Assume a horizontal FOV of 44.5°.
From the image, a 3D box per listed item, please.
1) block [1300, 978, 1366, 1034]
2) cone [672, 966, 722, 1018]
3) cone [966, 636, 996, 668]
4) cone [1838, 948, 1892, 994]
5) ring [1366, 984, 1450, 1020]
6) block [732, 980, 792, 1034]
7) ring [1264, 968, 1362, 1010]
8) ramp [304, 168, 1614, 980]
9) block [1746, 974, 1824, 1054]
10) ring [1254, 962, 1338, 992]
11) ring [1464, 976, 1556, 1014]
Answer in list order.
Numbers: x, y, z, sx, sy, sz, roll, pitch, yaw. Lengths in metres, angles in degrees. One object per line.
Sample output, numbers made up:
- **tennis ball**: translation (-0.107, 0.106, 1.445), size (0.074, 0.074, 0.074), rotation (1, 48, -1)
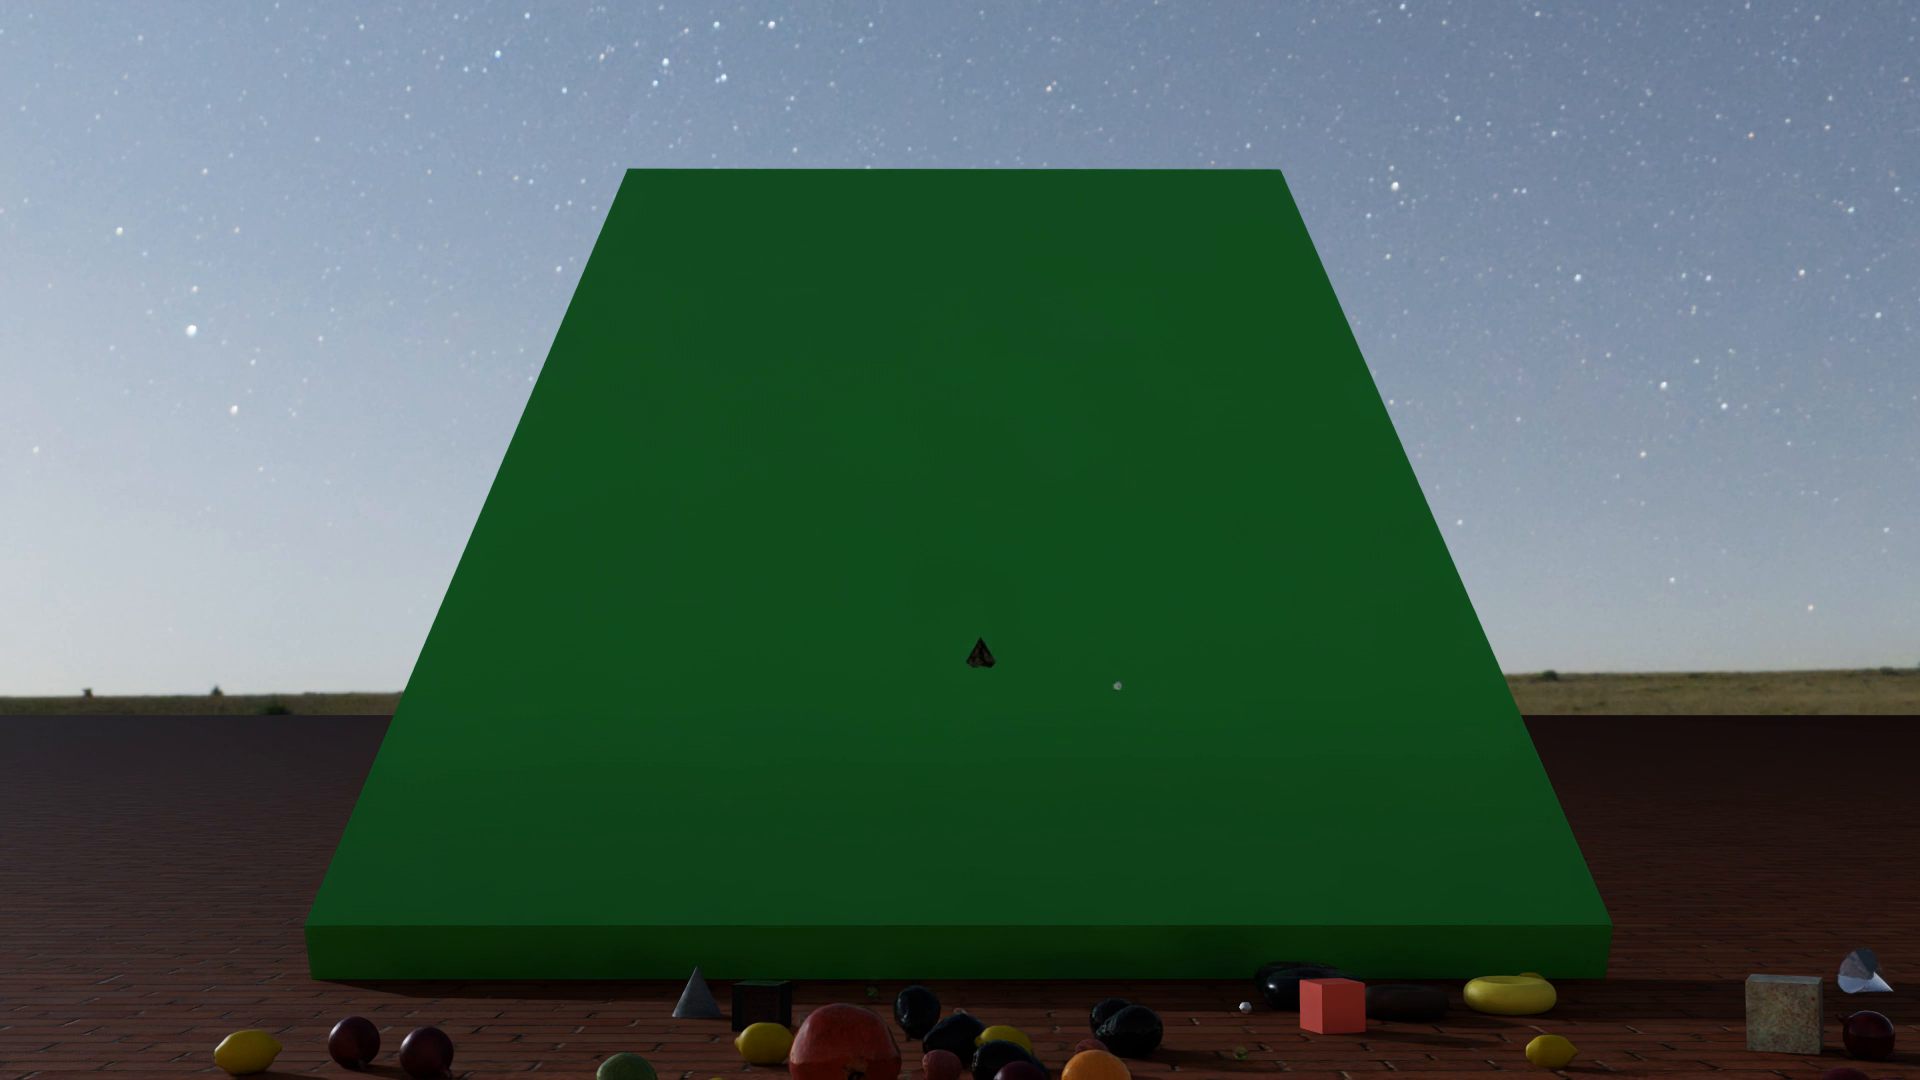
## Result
- **block**: translation (0.485, 0.606, 3.059), size (0.062, 0.062, 0.062), rotation (1, -4, -19)
- **cone**: translation (-0.359, 0.614, 3.206), size (0.067, 0.067, 0.067), rotation (0, -4, 0)
- **cone**: translation (0.039, 0.201, 4.337), size (0.053, 0.053, 0.053), rotation (0, 26, 0)
- **cone**: translation (1.351, 0.650, 3.467), size (0.072, 0.072, 0.072), rotation (29, -13, -16)
- **ring**: translation (0.602, 0.627, 3.189), size (0.121, 0.040, 0.121), rotation (1, -5, 0)
- **block**: translation (-0.258, 0.608, 3.066), size (0.060, 0.060, 0.060), rotation (-1, -4, 16)
- **ring**: translation (0.497, 0.631, 3.293), size (0.143, 0.048, 0.143), rotation (-1, -3, 0)
- **ramp**: translation (-0.009, -0.229, 5.415), size (2.000, 0.100, 4.000), rotation (0, 26, 0)
- **block**: translation (1.017, 0.584, 2.898), size (0.084, 0.084, 0.084), rotation (-2, -4, 23)
- **ring**: translation (0.495, 0.643, 3.436), size (0.131, 0.044, 0.131), rotation (1, -5, 0)
- **ring**: translation (0.761, 0.631, 3.255), size (0.127, 0.042, 0.127), rotation (0, -3, 0)
